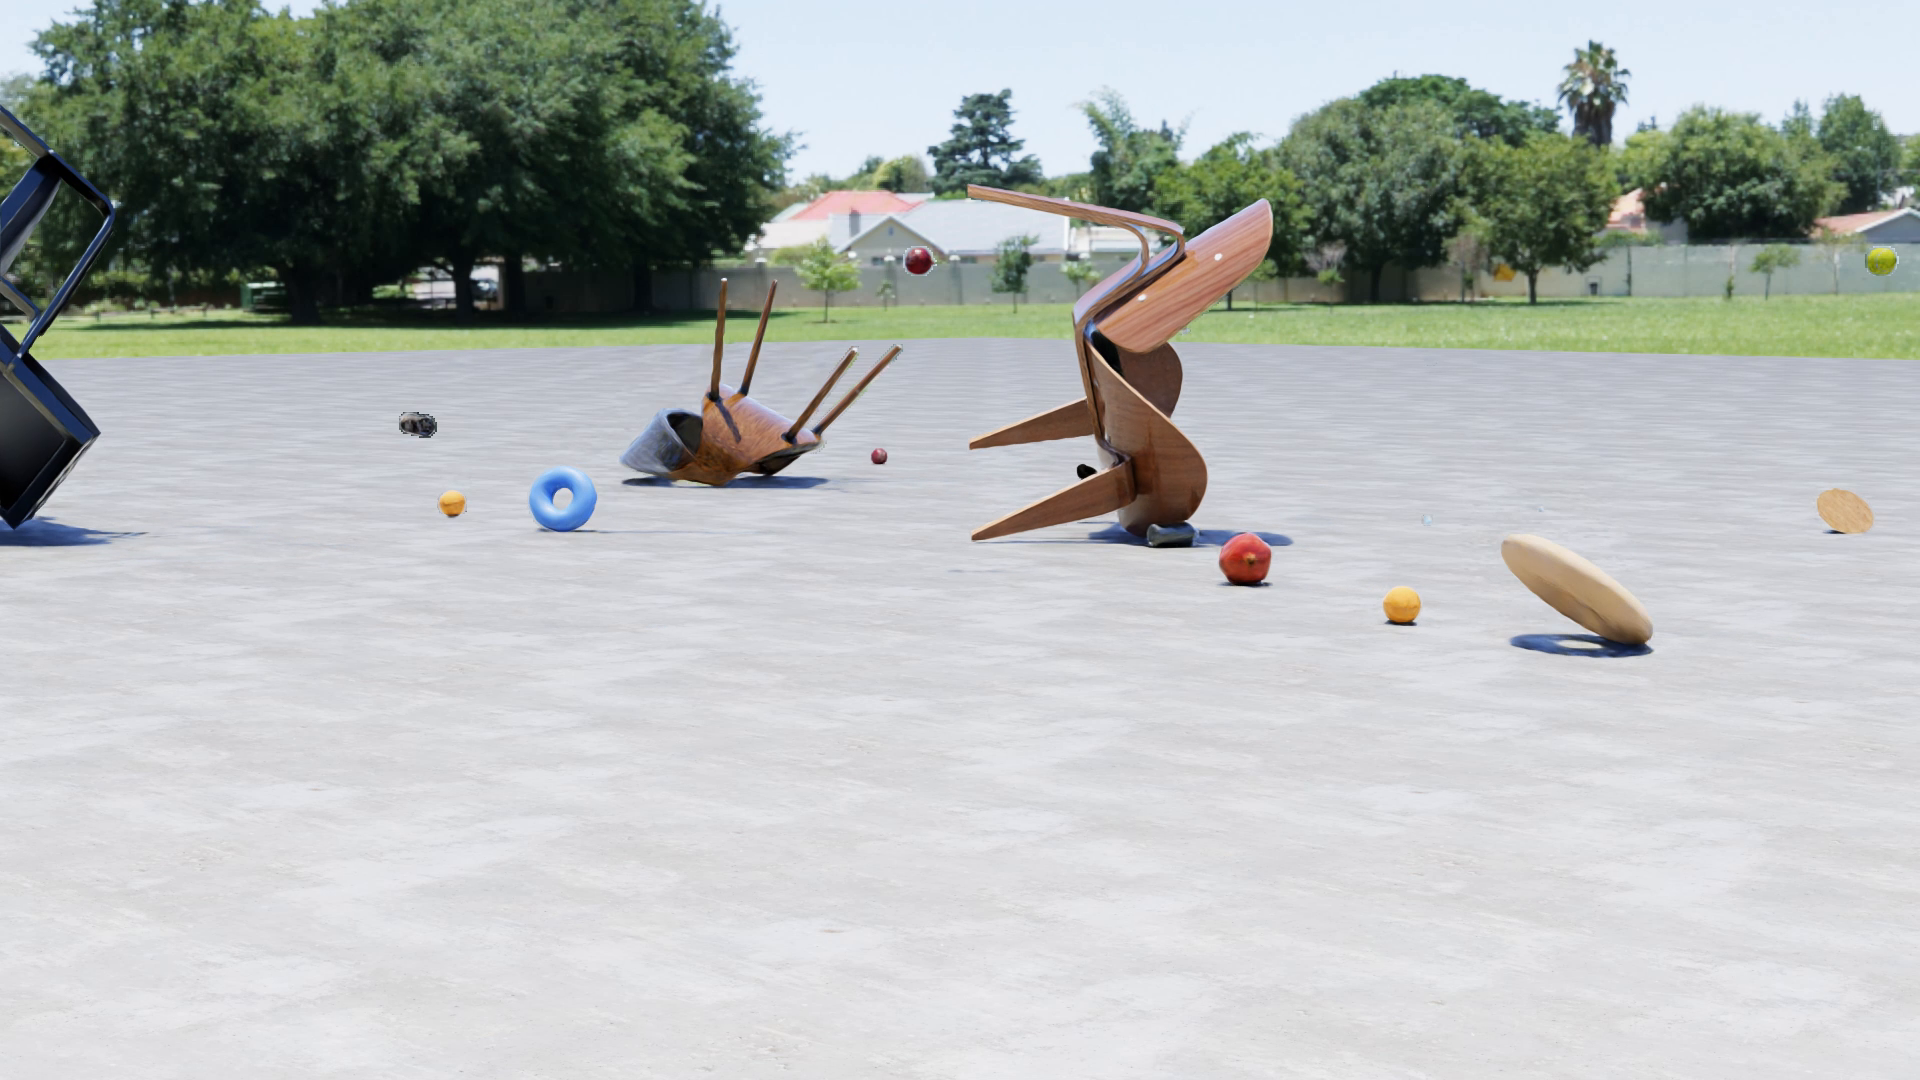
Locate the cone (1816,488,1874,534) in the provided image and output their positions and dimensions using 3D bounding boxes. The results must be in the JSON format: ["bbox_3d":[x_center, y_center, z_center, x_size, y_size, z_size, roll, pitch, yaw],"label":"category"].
[{"bbox_3d":[2.273,-0.049,6.624,0.137,0.079,0.152,-25,57,-20],"label":"cone"}]

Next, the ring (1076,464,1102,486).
[{"bbox_3d":[0.407,-0.205,8.108,0.053,0.035,0.106,-27,44,-28],"label":"ring"}]

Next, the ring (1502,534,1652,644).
[{"bbox_3d":[1.100,0.088,4.579,0.307,0.062,0.312,40,-6,-41],"label":"ring"}]
